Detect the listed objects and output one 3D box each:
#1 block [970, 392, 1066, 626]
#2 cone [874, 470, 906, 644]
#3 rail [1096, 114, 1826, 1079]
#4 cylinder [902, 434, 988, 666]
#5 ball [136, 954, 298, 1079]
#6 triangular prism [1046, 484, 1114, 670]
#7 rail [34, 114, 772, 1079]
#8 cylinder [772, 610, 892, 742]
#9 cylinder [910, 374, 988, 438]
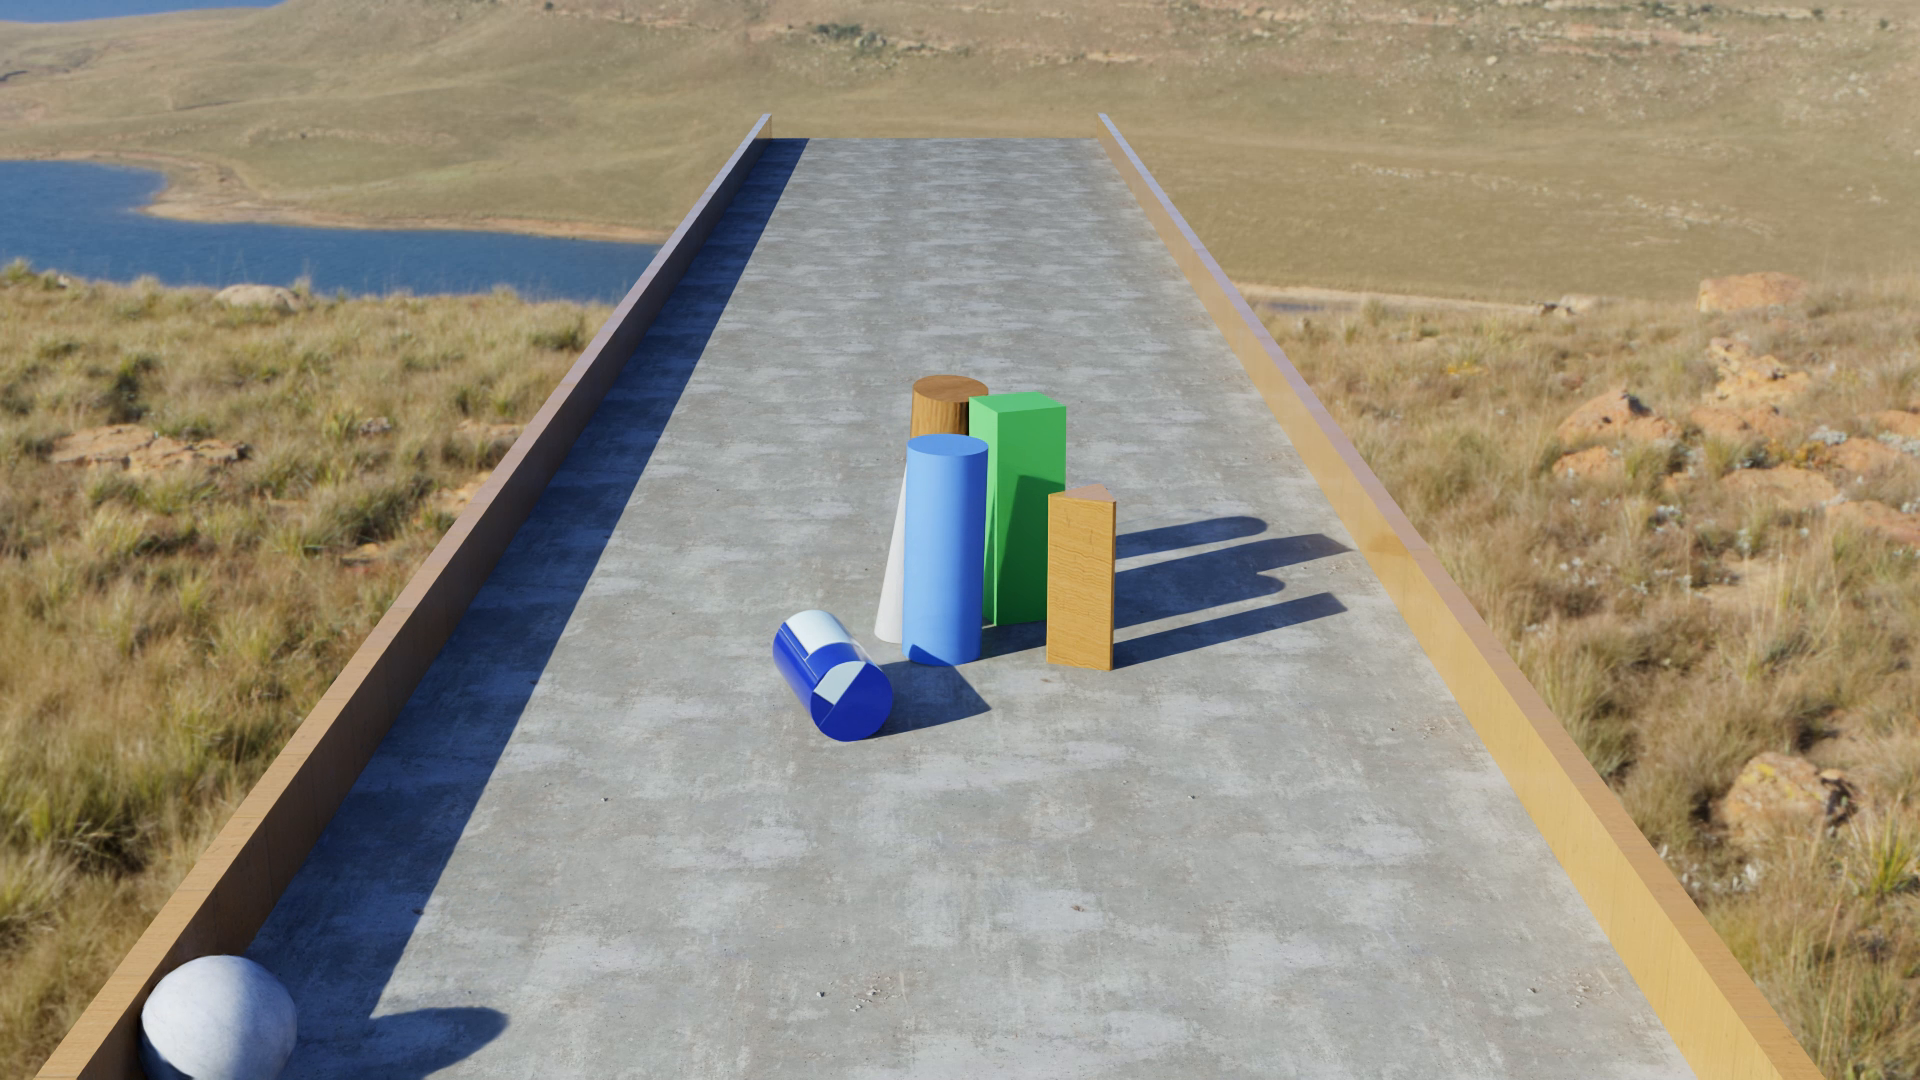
[{"bbox_3d":[0.120,-0.068,4.649,0.154,0.460,0.154,-6,18,-21],"label":"block"},{"bbox_3d":[-0.112,0.001,4.477,0.108,0.415,0.108,3,23,-1],"label":"cone"},{"bbox_3d":[0.932,-0.844,7.801,0.050,0.150,12.000,0,17,-1],"label":"rail"},{"bbox_3d":[-0.031,0.019,4.387,0.161,0.435,0.161,2,18,-1],"label":"cylinder"},{"bbox_3d":[-0.941,0.624,2.789,0.194,0.194,0.194,0,17,0],"label":"ball"},{"bbox_3d":[0.258,0.070,4.383,0.136,0.348,0.117,6,18,20],"label":"triangular prism"},{"bbox_3d":[-1.118,-0.838,7.780,0.050,0.150,12.000,0,17,-1],"label":"rail"},{"bbox_3d":[-0.242,0.250,4.116,0.155,0.155,0.309,-5,17,-17],"label":"cylinder"},{"bbox_3d":[-0.034,-0.126,4.836,0.164,0.444,0.164,3,25,-2],"label":"cylinder"}]
